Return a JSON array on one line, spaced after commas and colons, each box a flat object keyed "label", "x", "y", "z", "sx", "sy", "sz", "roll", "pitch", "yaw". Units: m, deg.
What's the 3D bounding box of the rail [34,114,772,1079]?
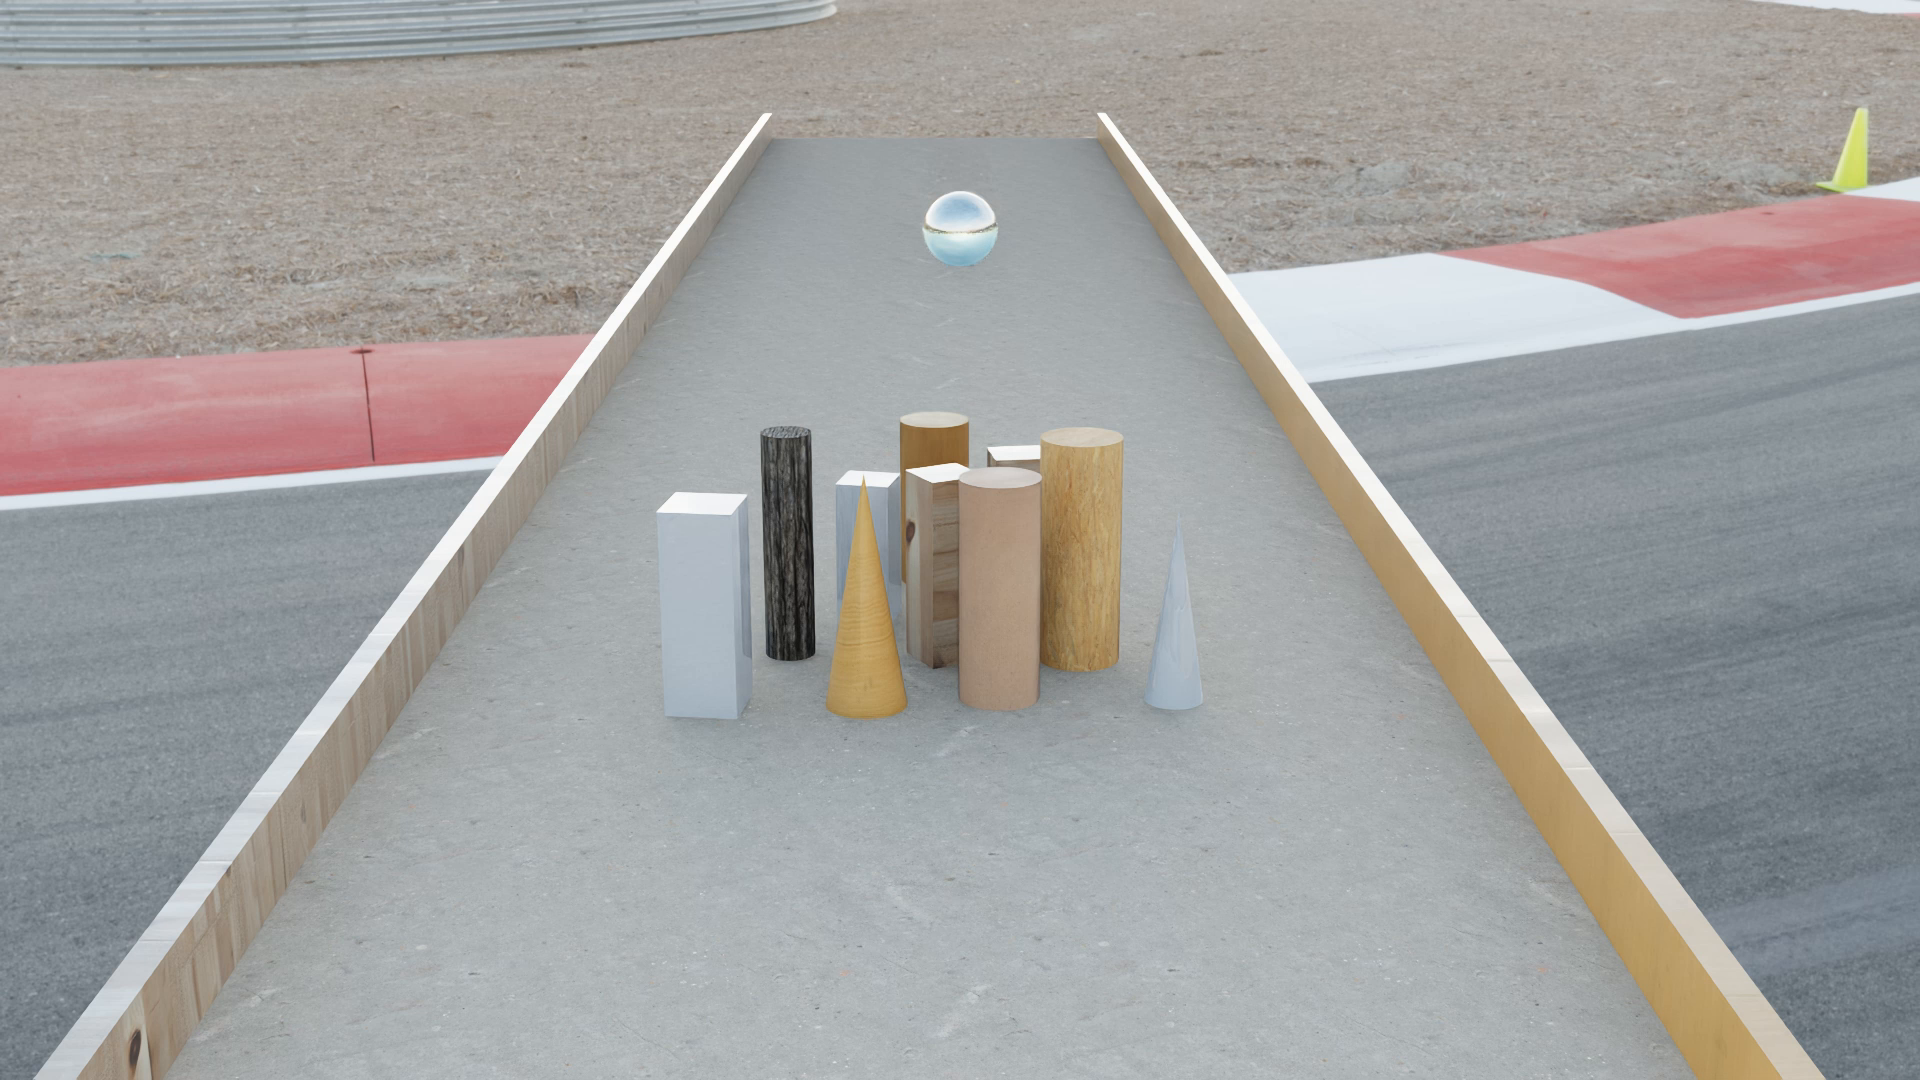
[{"label": "rail", "x": -1.118, "y": -0.838, "z": 7.780, "sx": 0.050, "sy": 0.150, "sz": 12.000, "roll": 0, "pitch": 17, "yaw": -1}]

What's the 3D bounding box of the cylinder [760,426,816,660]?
[{"label": "cylinder", "x": -0.343, "y": 0.008, "z": 4.394, "sx": 0.100, "sy": 0.460, "sz": 0.100, "roll": 0, "pitch": 17, "yaw": 0}]

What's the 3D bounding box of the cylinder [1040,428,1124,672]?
[{"label": "cylinder", "x": 0.238, "y": 0.018, "z": 4.364, "sx": 0.163, "sy": 0.458, "sz": 0.163, "roll": 0, "pitch": 17, "yaw": 0}]

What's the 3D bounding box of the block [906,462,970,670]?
[{"label": "block", "x": -0.031, "y": 0.051, "z": 4.384, "sx": 0.114, "sy": 0.383, "sz": 0.114, "roll": -9, "pitch": 19, "yaw": -28}]

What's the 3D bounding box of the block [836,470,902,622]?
[{"label": "block", "x": -0.192, "y": 0.017, "z": 4.637, "sx": 0.112, "sy": 0.303, "sz": 0.112, "roll": 3, "pitch": 17, "yaw": 12}]

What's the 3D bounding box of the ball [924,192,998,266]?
[{"label": "ball", "x": 0.002, "y": -1.264, "z": 8.944, "sx": 0.303, "sy": 0.303, "sz": 0.303, "roll": 0, "pitch": 17, "yaw": 0}]

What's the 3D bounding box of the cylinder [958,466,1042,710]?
[{"label": "cylinder", "x": 0.075, "y": 0.092, "z": 4.157, "sx": 0.156, "sy": 0.434, "sz": 0.156, "roll": 0, "pitch": 17, "yaw": 0}]

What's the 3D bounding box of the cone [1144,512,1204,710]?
[{"label": "cone", "x": 0.408, "y": 0.125, "z": 4.151, "sx": 0.113, "sy": 0.373, "sz": 0.113, "roll": 0, "pitch": 17, "yaw": 0}]

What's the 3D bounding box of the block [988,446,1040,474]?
[{"label": "block", "x": 0.121, "y": -0.013, "z": 4.650, "sx": 0.111, "sy": 0.354, "sz": 0.111, "roll": -2, "pitch": 17, "yaw": -8}]

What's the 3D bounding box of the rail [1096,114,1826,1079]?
[{"label": "rail", "x": 0.932, "y": -0.844, "z": 7.801, "sx": 0.050, "sy": 0.150, "sz": 12.000, "roll": 0, "pitch": 17, "yaw": -1}]

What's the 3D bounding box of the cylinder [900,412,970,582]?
[{"label": "cylinder", "x": -0.056, "y": -0.090, "z": 4.887, "sx": 0.153, "sy": 0.366, "sz": 0.153, "roll": 0, "pitch": 17, "yaw": 0}]

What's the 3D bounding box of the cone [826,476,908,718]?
[{"label": "cone", "x": -0.178, "y": 0.094, "z": 4.114, "sx": 0.157, "sy": 0.455, "sz": 0.157, "roll": 0, "pitch": 17, "yaw": 0}]

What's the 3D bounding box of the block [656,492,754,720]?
[{"label": "block", "x": -0.475, "y": 0.122, "z": 4.120, "sx": 0.138, "sy": 0.397, "sz": 0.138, "roll": 2, "pitch": 17, "yaw": 7}]
